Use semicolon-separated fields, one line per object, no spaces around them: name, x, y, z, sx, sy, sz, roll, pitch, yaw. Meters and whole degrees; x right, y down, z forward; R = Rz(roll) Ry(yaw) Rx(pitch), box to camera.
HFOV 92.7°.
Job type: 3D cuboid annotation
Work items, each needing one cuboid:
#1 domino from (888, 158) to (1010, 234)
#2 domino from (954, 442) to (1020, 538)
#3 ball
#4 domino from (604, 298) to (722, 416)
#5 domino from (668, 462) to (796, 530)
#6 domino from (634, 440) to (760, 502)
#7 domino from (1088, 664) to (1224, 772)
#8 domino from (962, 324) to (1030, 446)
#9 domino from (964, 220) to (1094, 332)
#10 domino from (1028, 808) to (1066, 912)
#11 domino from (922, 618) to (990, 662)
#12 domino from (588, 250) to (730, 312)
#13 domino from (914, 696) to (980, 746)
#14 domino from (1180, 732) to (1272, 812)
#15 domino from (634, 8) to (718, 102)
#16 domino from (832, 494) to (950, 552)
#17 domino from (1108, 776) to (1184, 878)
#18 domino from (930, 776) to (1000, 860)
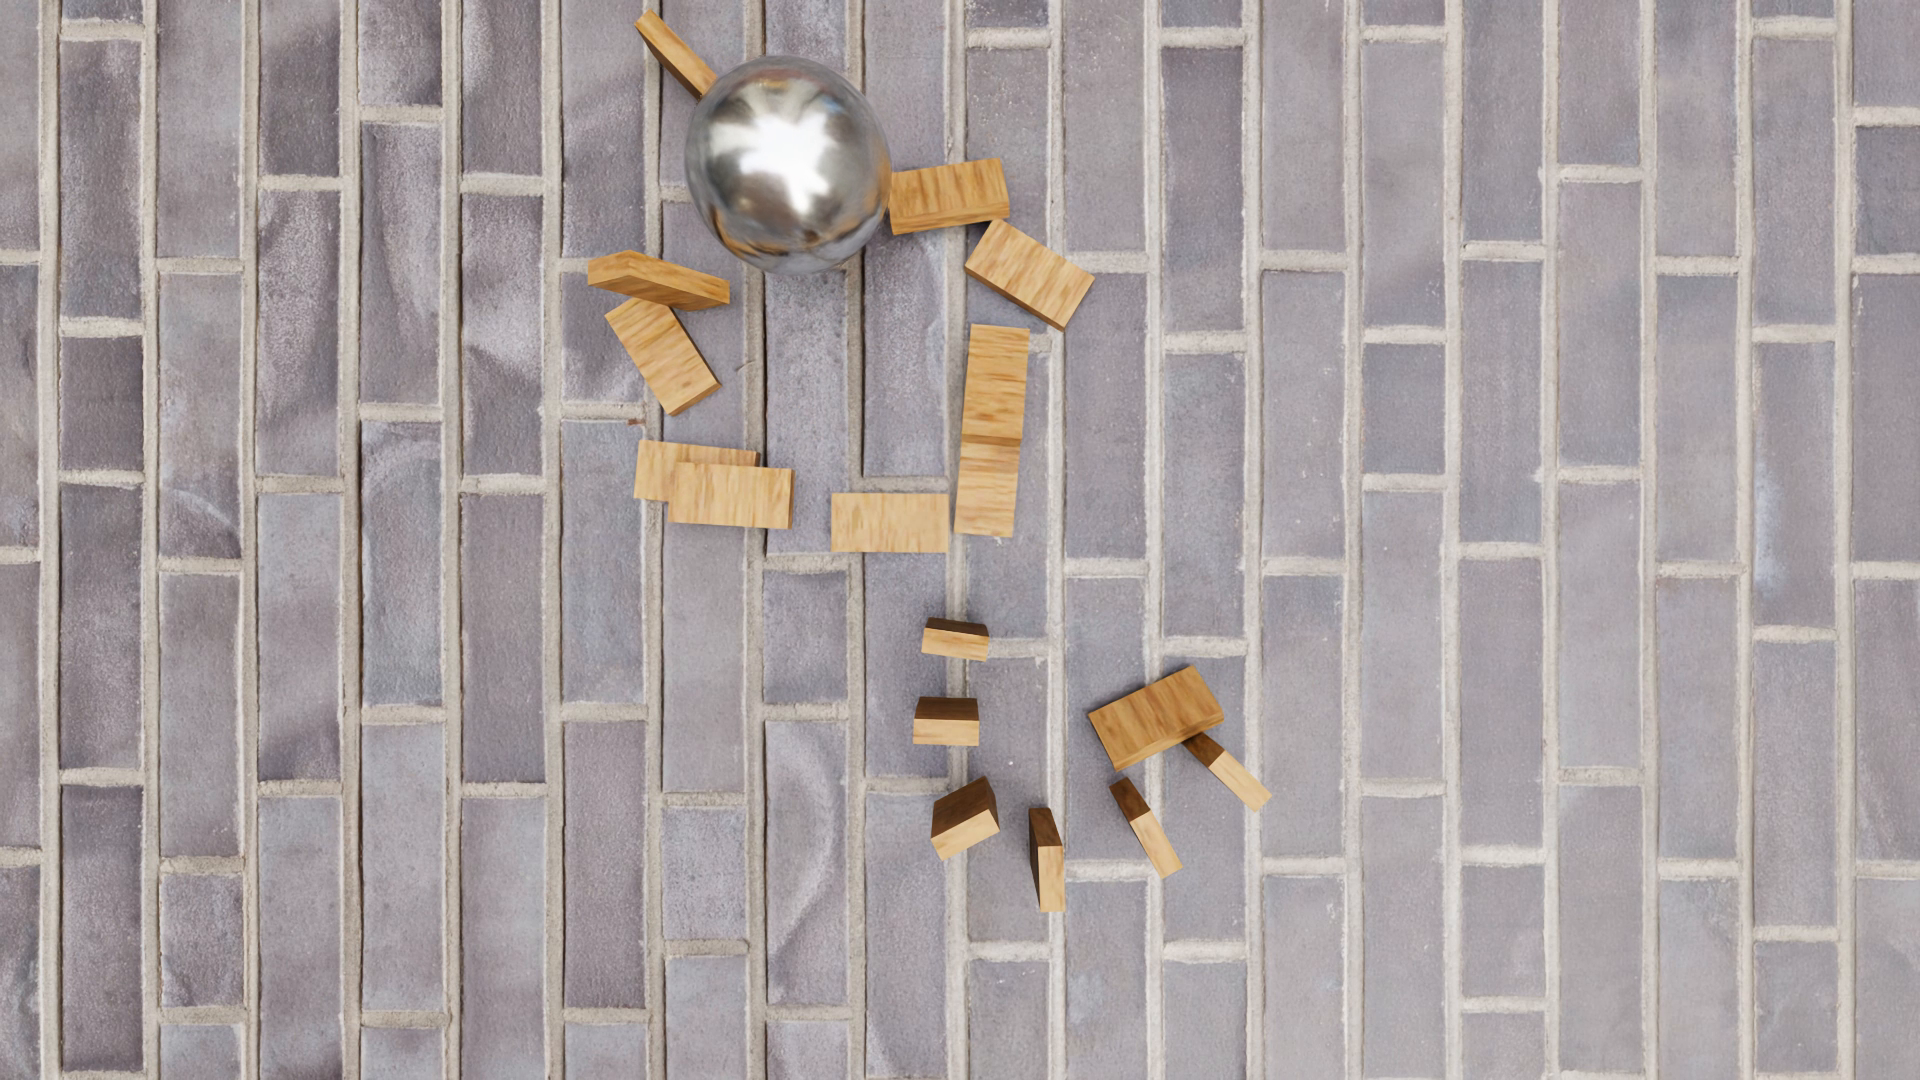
domino;-0.006;-0.147;0.391;0.050;0.010;0.025;-9;65;0
domino;0.012;-0.027;0.395;0.025;0.010;0.050;5;90;0
ball;-0.067;-0.145;0.360;0.080;0.080;0.080;0;90;0
domino;-0.128;-0.081;0.395;0.025;0.010;0.050;-33;90;0
domino;-0.096;-0.019;0.386;0.050;0.009;0.025;4;90;0
domino;-0.113;-0.028;0.395;0.050;0.010;0.025;6;90;0
domino;0.083;0.075;0.388;0.050;0.009;0.025;-25;47;0
domino;0.015;-0.066;0.389;0.025;0.009;0.050;5;76;0
domino;0.030;-0.114;0.395;0.050;0.010;0.025;32;90;0
domino;0.035;0.130;0.375;0.010;0.050;0.025;-2;90;0
domino;-0.002;0.040;0.375;0.025;0.050;0.009;8;90;0
domino;-0.121;-0.104;0.372;0.025;0.050;0.009;0;90;33
domino;-0.005;0.074;0.375;0.025;0.050;0.010;2;90;0
domino;0.107;0.092;0.375;0.025;0.050;0.010;44;90;0
domino;-0.113;-0.197;0.388;0.010;0.025;0.050;-45;90;0
domino;-0.030;-0.007;0.395;0.050;0.010;0.025;0;90;0
domino;0.075;0.116;0.375;0.010;0.050;0.025;-29;90;0
domino;0.002;0.113;0.375;0.025;0.050;0.010;-27;90;0
